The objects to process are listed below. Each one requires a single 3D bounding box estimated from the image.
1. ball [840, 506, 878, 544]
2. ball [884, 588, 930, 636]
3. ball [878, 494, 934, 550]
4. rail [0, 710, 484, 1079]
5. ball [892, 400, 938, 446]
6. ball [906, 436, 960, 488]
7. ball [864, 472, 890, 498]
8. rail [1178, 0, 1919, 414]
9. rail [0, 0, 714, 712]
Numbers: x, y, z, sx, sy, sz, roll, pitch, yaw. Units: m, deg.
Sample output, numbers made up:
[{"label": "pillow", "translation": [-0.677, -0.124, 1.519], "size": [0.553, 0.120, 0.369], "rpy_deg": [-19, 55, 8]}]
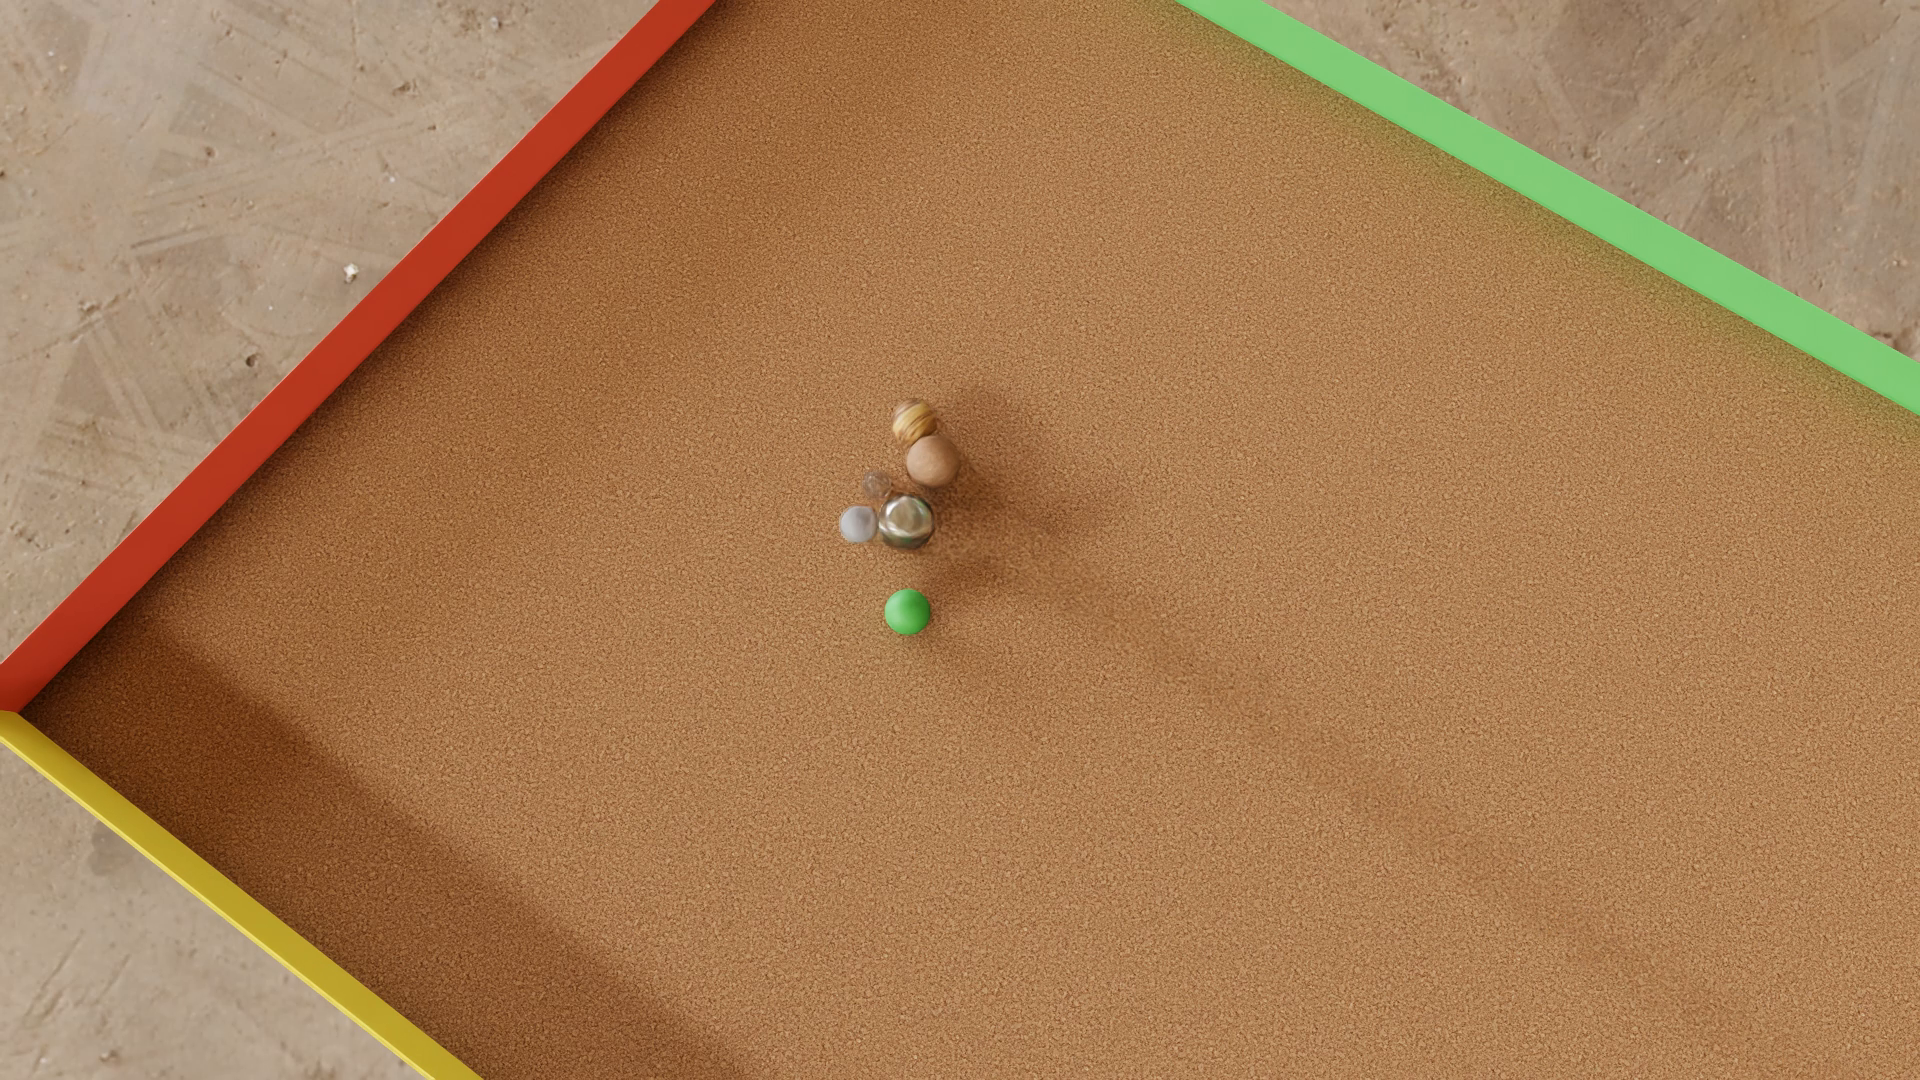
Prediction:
[{"label": "ball", "translation": [-0.165, -0.026, 3.614], "size": [0.062, 0.062, 0.062], "rpy_deg": [0, 64, 0]}, {"label": "ball", "translation": [-0.084, 0.116, 3.538], "size": [0.074, 0.074, 0.074], "rpy_deg": [0, 64, 0]}, {"label": "ball", "translation": [-0.088, -0.029, 3.599], "size": [0.092, 0.092, 0.092], "rpy_deg": [0, 64, 0]}, {"label": "rail", "translation": [0.182, 1.377, 2.898], "size": [4.218, 0.120, 0.045], "rpy_deg": [33, 68, 15]}, {"label": "ball", "translation": [-0.076, -0.195, 3.689], "size": [0.076, 0.076, 0.076], "rpy_deg": [0, 64, 0]}, {"label": "ball", "translation": [-0.044, -0.130, 3.649], "size": [0.089, 0.089, 0.089], "rpy_deg": [0, 64, 0]}, {"label": "ball", "translation": [-0.138, -0.091, 3.655], "size": [0.045, 0.045, 0.045], "rpy_deg": [0, 64, 0]}, {"label": "rail", "translation": [1.524, -0.285, 3.707], "size": [4.218, 0.120, 0.045], "rpy_deg": [33, 68, 15]}, {"label": "rail", "translation": [-0.834, -0.556, 3.839], "size": [0.045, 0.120, 2.332], "rpy_deg": [33, 68, 15]}]
